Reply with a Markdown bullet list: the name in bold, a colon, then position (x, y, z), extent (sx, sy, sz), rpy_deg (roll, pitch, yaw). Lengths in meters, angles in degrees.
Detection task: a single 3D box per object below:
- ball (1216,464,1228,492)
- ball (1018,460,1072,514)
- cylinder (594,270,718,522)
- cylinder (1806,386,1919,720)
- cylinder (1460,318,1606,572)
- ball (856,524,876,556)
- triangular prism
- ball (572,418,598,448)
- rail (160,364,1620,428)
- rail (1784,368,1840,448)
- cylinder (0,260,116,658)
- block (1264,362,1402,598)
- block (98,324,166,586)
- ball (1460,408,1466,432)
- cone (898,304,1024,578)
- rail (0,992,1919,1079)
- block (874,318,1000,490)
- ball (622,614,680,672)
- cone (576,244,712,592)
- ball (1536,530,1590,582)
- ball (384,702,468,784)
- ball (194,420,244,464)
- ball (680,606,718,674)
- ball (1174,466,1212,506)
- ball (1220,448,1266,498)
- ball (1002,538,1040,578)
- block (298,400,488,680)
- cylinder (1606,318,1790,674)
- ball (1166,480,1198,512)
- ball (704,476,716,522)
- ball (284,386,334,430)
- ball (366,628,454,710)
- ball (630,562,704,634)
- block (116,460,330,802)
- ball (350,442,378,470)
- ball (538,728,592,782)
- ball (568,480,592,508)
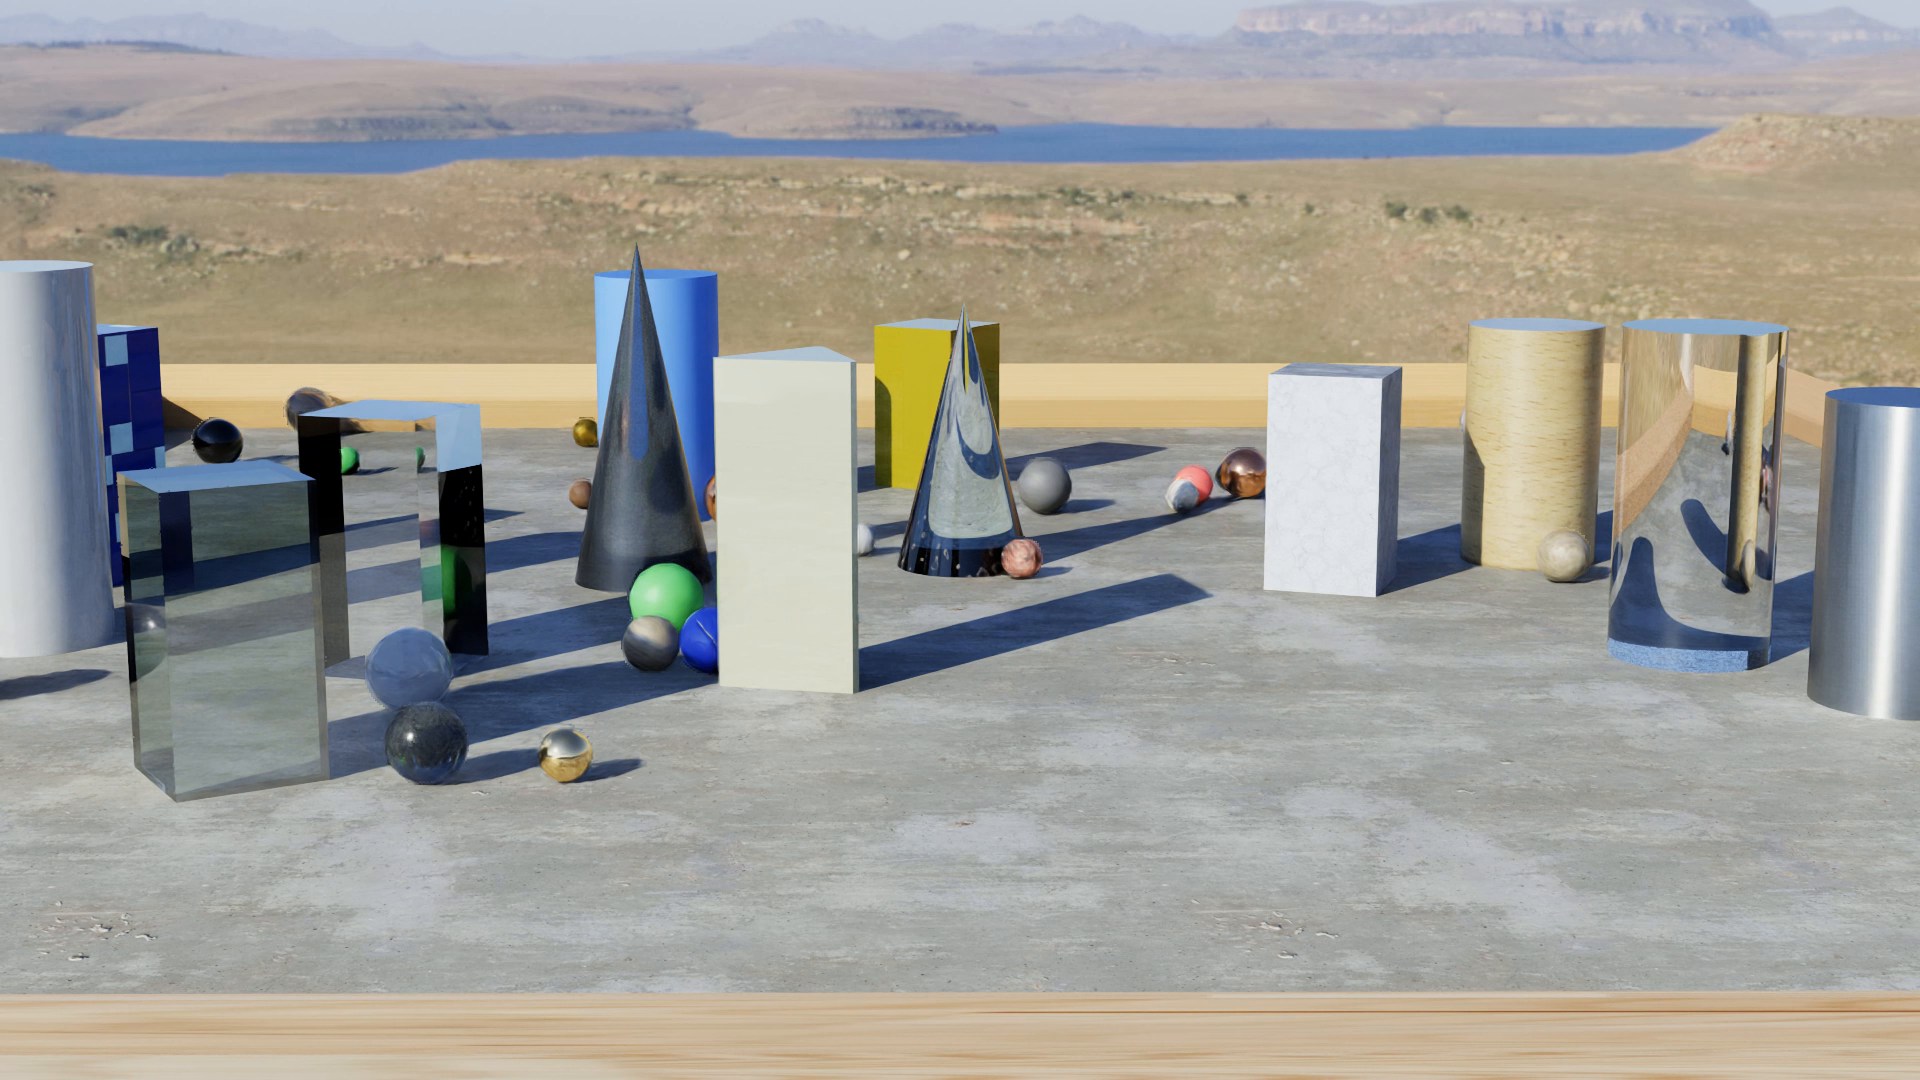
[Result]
- **ball**: position (0.468, -0.110, 4.431), extent (0.054, 0.054, 0.054), rpy_deg (0, 10, 0)
- **ball**: position (0.139, -0.088, 4.217), extent (0.089, 0.089, 0.089), rpy_deg (0, 10, 0)
- **cylinder**: position (-0.490, -0.235, 4.169), extent (0.197, 0.394, 0.197), rpy_deg (0, 10, 0)
- **cylinder**: position (1.088, 0.012, 2.950), extent (0.197, 0.354, 0.197), rpy_deg (0, 10, 0)
- **cylinder**: position (0.847, -0.145, 3.802), extent (0.197, 0.351, 0.197), rpy_deg (0, 10, 0)
- **ball**: position (-0.152, 0.000, 3.853), extent (0.049, 0.049, 0.049), rpy_deg (0, 10, 0)
- **triangular prism**: position (-0.187, -0.029, 3.068), extent (0.171, 0.391, 0.148), rpy_deg (2, 11, 13)
- **ball**: position (-0.719, -0.206, 4.944), extent (0.056, 0.056, 0.056), rpy_deg (0, 10, 0)
- **rail**: position (-0.010, -0.290, 5.190), extent (3.334, 0.128, 0.045), rpy_deg (0, 10, 0)
- **rail**: position (1.643, 0.031, 3.458), extent (0.045, 0.128, 3.590), rpy_deg (0, 10, 0)
- **cylinder**: position (-1.186, -0.107, 3.247), extent (0.197, 0.478, 0.197), rpy_deg (0, 10, 0)
- **block**: position (0.529, -0.089, 3.629), extent (0.158, 0.304, 0.158), rpy_deg (4, 11, 19)
- **block**: position (-1.252, -0.122, 3.663), extent (0.158, 0.357, 0.158), rpy_deg (5, 12, 27)
- **ball**: position (1.018, -0.232, 4.997), extent (0.087, 0.087, 0.087), rpy_deg (0, 10, 0)
- **cone**: position (0.006, -0.156, 3.754), extent (0.197, 0.390, 0.197), rpy_deg (0, 10, 0)
- **rail**: position (0.010, 0.356, 1.707), extent (3.334, 0.128, 0.045), rpy_deg (0, 10, 0)
- **block**: position (-0.040, -0.238, 4.501), extent (0.158, 0.281, 0.158), rpy_deg (7, 12, 32)
- **ball**: position (-0.375, 0.125, 3.115), extent (0.070, 0.070, 0.070), rpy_deg (0, 10, 0)
- **cone**: position (-0.453, -0.182, 3.639), extent (0.197, 0.483, 0.197), rpy_deg (0, 10, 0)
- **ball**: position (0.859, 0.023, 3.654), extent (0.075, 0.075, 0.075), rpy_deg (0, 10, 0)
- **ball**: position (-0.547, 0.208, 2.631), extent (0.084, 0.084, 0.084), rpy_deg (0, 10, 0)
- **ball**: position (-1.360, -0.178, 4.705), extent (0.087, 0.087, 0.087), rpy_deg (0, 10, 0)
- **ball**: position (-0.299, 0.121, 3.108), extent (0.081, 0.081, 0.081), rpy_deg (0, 10, 0)
- **ball**: position (0.390, -0.090, 4.291), extent (0.066, 0.066, 0.066), rpy_deg (0, 10, 0)
- **ball**: position (0.485, -0.113, 4.360), extent (0.085, 0.085, 0.085), rpy_deg (0, 10, 0)
- **ball**: position (0.088, 0.027, 3.683), extent (0.057, 0.057, 0.057), rpy_deg (0, 10, 0)
- **block**: position (-0.688, -0.002, 3.124), extent (0.158, 0.317, 0.158), rpy_deg (3, 11, 17)
- **cylinder**: position (0.910, -0.059, 3.172), extent (0.197, 0.411, 0.197), rpy_deg (0, 10, 0)
- **ball**: position (0.367, -0.073, 4.230), extent (0.054, 0.054, 0.054), rpy_deg (0, 10, 0)
- **ball**: position (-0.363, -0.067, 4.092), extent (0.093, 0.093, 0.093), rpy_deg (0, 10, 0)
- **ball**: position (-1.298, -0.259, 5.119), extent (0.095, 0.095, 0.095), rpy_deg (0, 10, 0)
- **ball**: position (-0.626, 0.148, 2.922), extent (0.097, 0.097, 0.097), rpy_deg (0, 10, 0)
- **ball**: position (-0.377, 0.077, 3.304), extent (0.096, 0.096, 0.096), rpy_deg (0, 10, 0)
- **block**: position (-0.759, 0.089, 2.644), extent (0.158, 0.314, 0.158), rpy_deg (-7, 12, -32)
- **ball**: position (-1.085, -0.153, 4.671), extent (0.052, 0.052, 0.052), rpy_deg (0, 10, 0)
- **ball**: position (-0.406, 0.221, 2.640), extent (0.056, 0.056, 0.056), rpy_deg (0, 10, 0)
- **ball**: position (-0.626, -0.076, 4.261), extent (0.048, 0.048, 0.048), rpy_deg (0, 10, 0)
